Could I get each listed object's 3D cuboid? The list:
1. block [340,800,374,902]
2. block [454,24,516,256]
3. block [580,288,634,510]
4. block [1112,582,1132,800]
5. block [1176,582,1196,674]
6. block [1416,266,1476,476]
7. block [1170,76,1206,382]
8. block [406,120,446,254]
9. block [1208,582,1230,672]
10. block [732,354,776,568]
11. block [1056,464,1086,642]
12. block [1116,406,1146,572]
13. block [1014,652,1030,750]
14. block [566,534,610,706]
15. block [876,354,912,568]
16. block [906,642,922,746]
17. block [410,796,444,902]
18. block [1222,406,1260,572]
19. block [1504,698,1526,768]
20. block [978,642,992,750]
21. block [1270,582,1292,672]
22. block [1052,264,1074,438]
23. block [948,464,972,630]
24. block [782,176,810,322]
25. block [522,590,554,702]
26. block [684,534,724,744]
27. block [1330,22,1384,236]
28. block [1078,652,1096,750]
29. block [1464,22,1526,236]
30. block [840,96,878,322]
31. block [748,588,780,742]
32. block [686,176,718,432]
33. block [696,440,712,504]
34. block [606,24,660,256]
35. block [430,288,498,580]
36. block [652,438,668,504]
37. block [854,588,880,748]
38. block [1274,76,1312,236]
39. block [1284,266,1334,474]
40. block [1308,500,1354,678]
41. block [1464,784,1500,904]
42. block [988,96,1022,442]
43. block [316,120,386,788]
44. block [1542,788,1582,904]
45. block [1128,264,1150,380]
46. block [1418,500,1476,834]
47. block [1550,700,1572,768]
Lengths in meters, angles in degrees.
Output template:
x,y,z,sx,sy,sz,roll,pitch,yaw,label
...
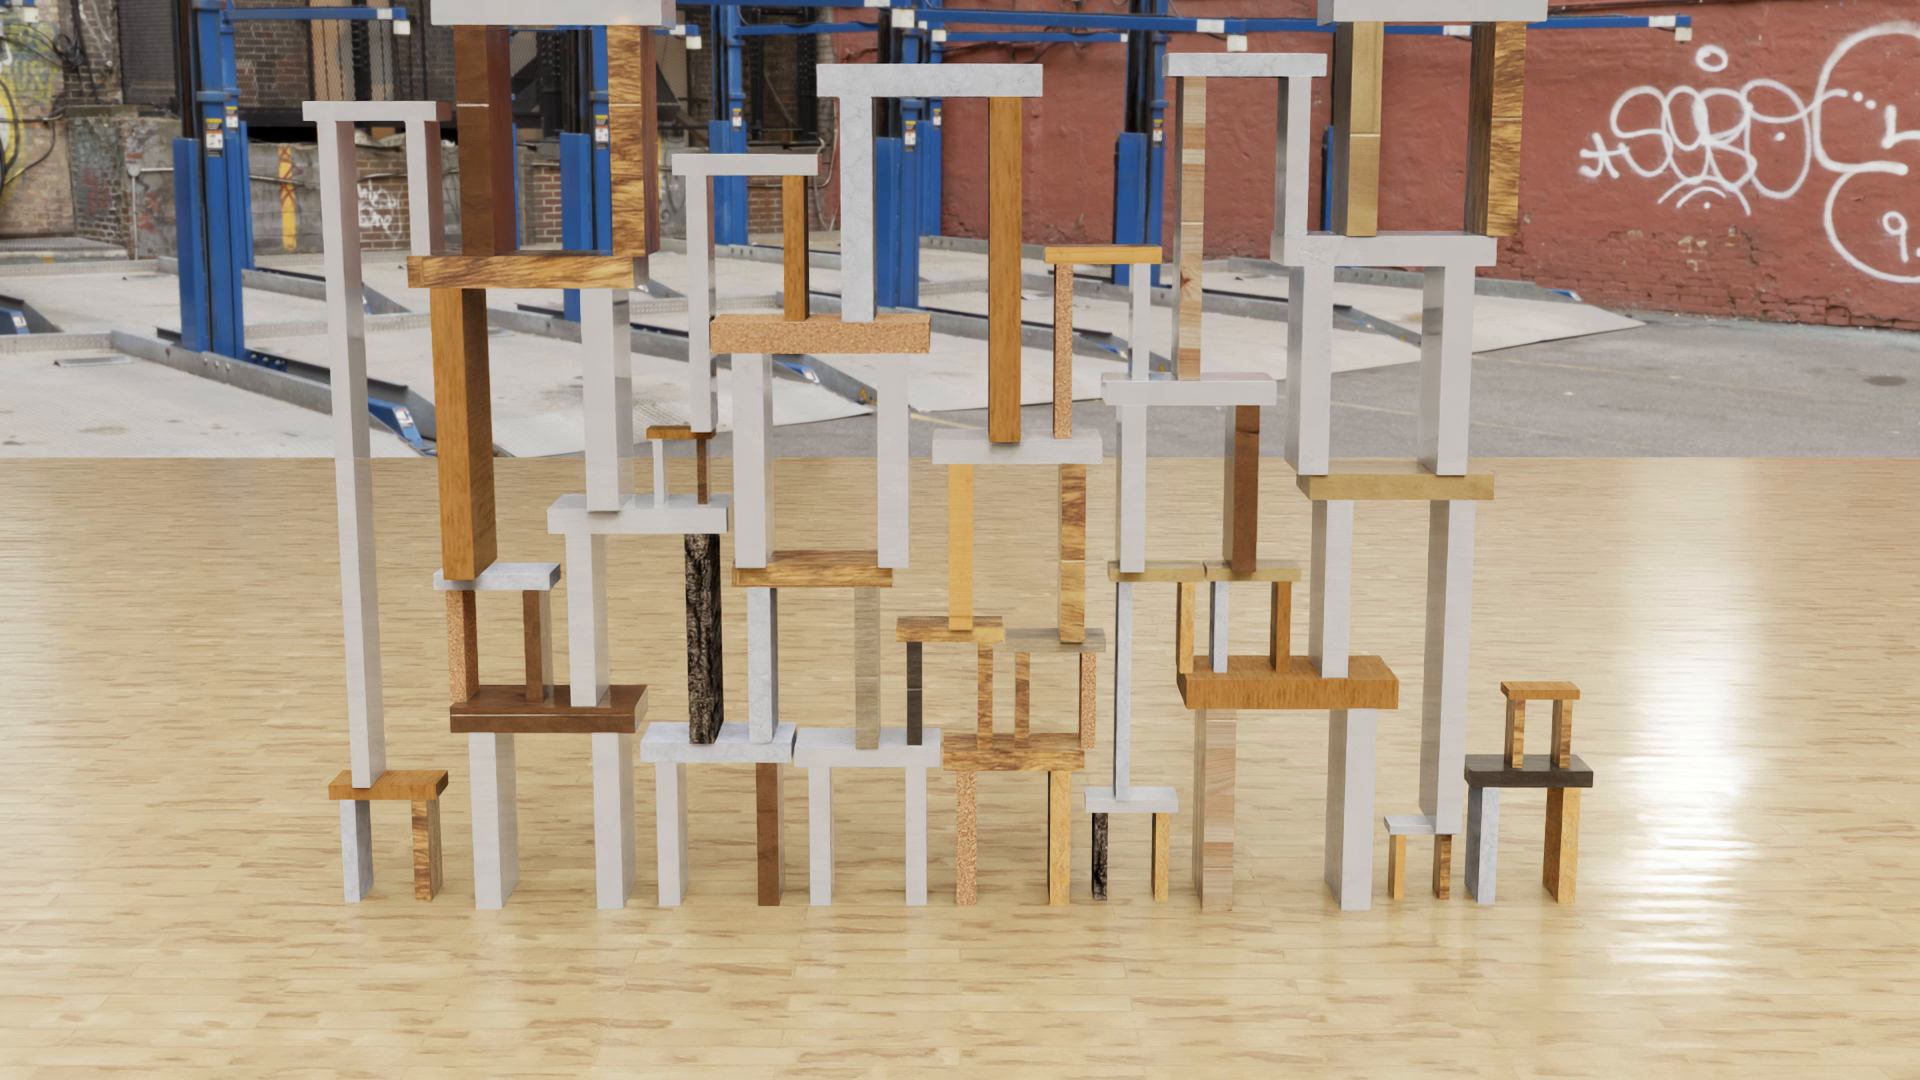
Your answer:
x,y,z,sx,sy,sz,roll,pitch,yaw,label
-1.003,0.503,3.655,0.025,0.176,0.088,0,11,0,block
-0.741,-0.624,3.439,0.049,0.347,0.174,0,11,0,block
-0.562,-0.233,3.514,0.049,0.348,0.174,0,11,0,block
0.266,0.240,3.604,0.021,0.366,0.076,0,11,0,block
0.367,0.135,3.585,0.021,0.151,0.076,0,11,0,block
0.774,-0.278,3.508,0.046,0.327,0.163,0,11,1,block
0.359,-0.491,3.467,0.034,0.468,0.121,0,11,0,block
-0.838,-0.554,3.451,0.029,0.205,0.103,0,11,0,block
0.422,0.134,3.588,0.021,0.151,0.076,0,11,0,block
-0.331,-0.138,3.533,0.048,0.339,0.170,0,11,0,block
0.180,0.009,3.566,0.038,0.288,0.134,0,11,0,block
0.275,-0.092,3.543,0.038,0.267,0.134,0,11,0,block
0.101,0.254,3.604,0.023,0.161,0.081,0,11,0,block
-0.606,0.116,3.582,0.040,0.284,0.142,0,11,0,block
-0.105,-0.138,3.533,0.048,0.339,0.170,0,11,0,block
-0.074,0.241,3.601,0.024,0.172,0.086,0,11,0,block
-0.886,0.503,3.655,0.025,0.175,0.088,0,11,0,block
0.452,-0.092,3.544,0.038,0.267,0.134,0,11,0,block
0.912,0.311,3.617,0.016,0.115,0.058,0,11,0,block
0.041,0.245,3.602,0.024,0.179,0.086,0,11,0,block
0.523,0.134,3.588,0.021,0.151,0.076,0,11,0,block
0.163,-0.304,3.502,0.026,0.275,0.091,0,11,0,block
0.001,0.000,3.565,0.038,0.268,0.134,0,10,0,block
-0.258,-0.463,3.470,0.032,0.225,0.113,0,11,0,block
-0.689,0.163,3.593,0.026,0.186,0.093,0,11,0,block
-0.417,0.146,3.588,0.040,0.345,0.142,0,11,0,block
0.619,-0.641,3.436,0.046,0.322,0.161,0,11,0,block
0.209,0.254,3.604,0.023,0.161,0.081,0,11,0,block
0.834,-0.641,3.435,0.046,0.322,0.161,0,11,0,block
-0.159,-0.523,3.470,0.049,0.344,0.172,0,11,0,block
-0.321,0.190,3.595,0.036,0.256,0.128,0,11,0,block
-0.409,-0.377,3.486,0.032,0.400,0.112,0,11,-1,block
-0.411,-0.114,3.533,0.015,0.105,0.053,0,11,1,block
-0.509,-0.623,3.439,0.049,0.347,0.174,0,11,0,block
-0.794,-0.179,3.524,0.049,0.459,0.174,0,11,0,block
-0.481,-0.113,3.533,0.015,0.105,0.053,0,11,0,block
-0.151,0.195,3.595,0.036,0.266,0.128,0,11,0,block
0.520,-0.602,3.444,0.034,0.241,0.121,0,11,0,block
0.556,-0.278,3.510,0.046,0.327,0.163,0,11,0,block
0.601,0.066,3.573,0.041,0.291,0.145,0,11,0,block
0.867,0.492,3.652,0.028,0.198,0.099,0,11,0,block
0.070,-0.431,3.484,0.049,0.531,0.172,0,11,0,block
-0.975,-0.131,3.532,0.029,1.066,0.103,0,11,0,block
0.999,0.492,3.652,0.028,0.198,0.099,0,11,0,block
0.284,-0.350,3.493,0.026,0.182,0.091,0,11,0,block
0.795,0.193,3.596,0.041,0.550,0.145,0,11,0,block
0.989,0.311,3.617,0.016,0.115,0.058,0,11,0,block
